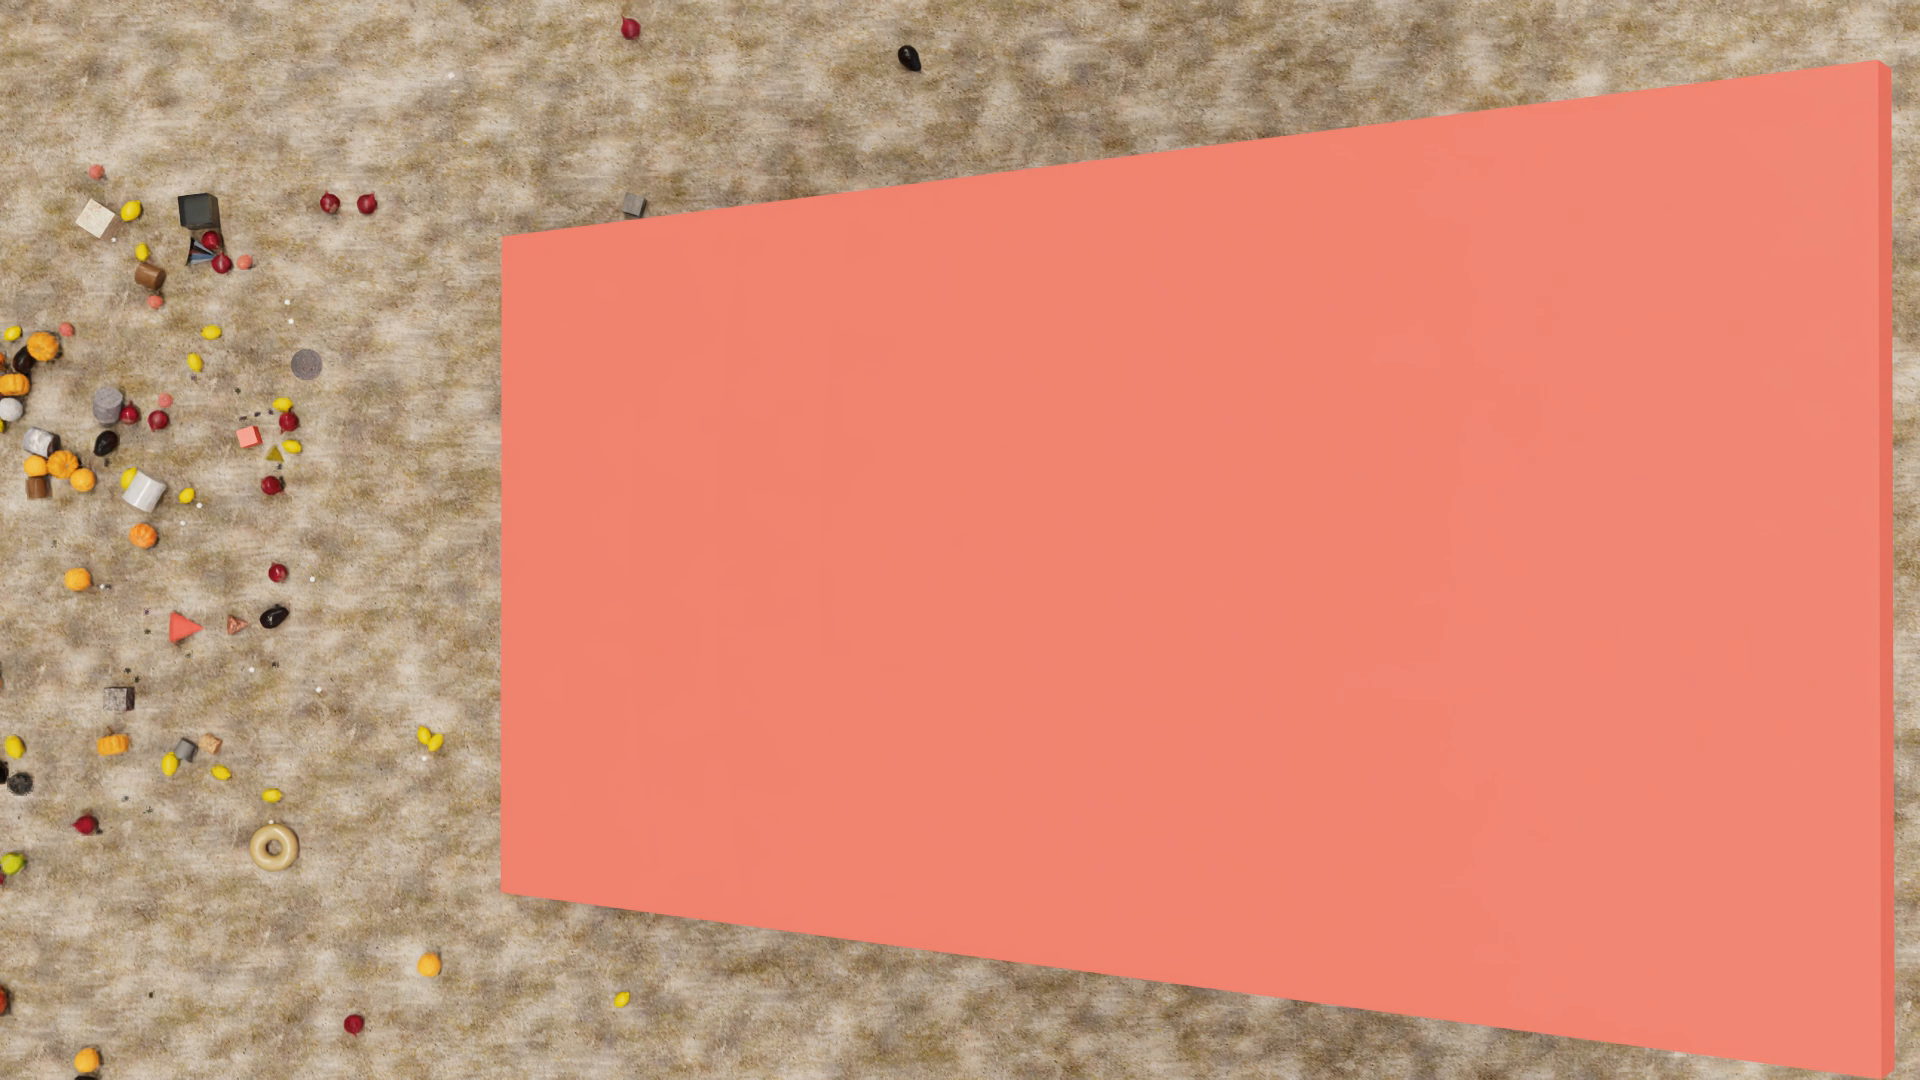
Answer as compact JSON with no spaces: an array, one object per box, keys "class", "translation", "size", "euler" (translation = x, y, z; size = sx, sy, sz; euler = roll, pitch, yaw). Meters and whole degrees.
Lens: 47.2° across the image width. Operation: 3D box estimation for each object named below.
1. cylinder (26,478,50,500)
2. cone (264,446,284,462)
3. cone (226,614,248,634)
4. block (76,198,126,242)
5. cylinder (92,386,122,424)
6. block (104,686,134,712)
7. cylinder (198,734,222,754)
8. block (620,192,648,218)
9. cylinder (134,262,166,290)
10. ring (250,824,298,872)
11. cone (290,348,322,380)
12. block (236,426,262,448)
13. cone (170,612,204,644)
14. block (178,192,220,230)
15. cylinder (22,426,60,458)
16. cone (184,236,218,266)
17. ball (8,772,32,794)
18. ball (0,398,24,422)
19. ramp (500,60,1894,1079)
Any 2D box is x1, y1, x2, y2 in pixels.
[{"class":"cylinder","translation":[-2.835,-0.158,6.761],"size":[0.060,0.060,0.060],"euler":[-8,94,0]},{"class":"cone","translation":[-2.105,-0.255,6.779],"size":[0.057,0.057,0.057],"euler":[36,90,-26]},{"class":"cone","translation":[-2.220,0.259,6.774],"size":[0.063,0.063,0.063],"euler":[-2,90,-27]},{"class":"block","translation":[-2.639,-0.981,6.753],"size":[0.088,0.088,0.088],"euler":[33,90,0]},{"class":"cylinder","translation":[-2.612,-0.414,6.736],"size":[0.081,0.081,0.081],"euler":[12,53,-17]},{"class":"block","translation":[-2.582,0.488,6.752],"size":[0.069,0.069,0.069],"euler":[1,90,0]},{"class":"cylinder","translation":[-2.304,0.627,6.760],"size":[0.050,0.050,0.050],"euler":[28,90,0]},{"class":"block","translation":[-1.003,-1.030,6.768],"size":[0.059,0.059,0.059],"euler":[17,90,0]},{"class":"cylinder","translation":[-2.492,-0.810,6.762],"size":[0.067,0.067,0.067],"euler":[21,90,0]},{"class":"ring","translation":[-2.109,0.945,6.759],"size":[0.148,0.049,0.148],"euler":[0,90,-1]},{"class":"cone","translation":[-2.018,-0.542,6.744],"size":[0.099,0.099,0.099],"euler":[0,90,0]},{"class":"block","translation":[-2.186,-0.317,6.766],"size":[0.052,0.052,0.052],"euler":[-18,90,0]},{"class":"cone","translation":[-2.375,0.271,6.766],"size":[0.098,0.098,0.098],"euler":[3,90,-27]},{"class":"block","translation":[-2.336,-1.008,6.751],"size":[0.092,0.092,0.092],"euler":[-7,90,0]},{"class":"cylinder","translation":[-2.821,-0.300,6.753],"size":[0.079,0.079,0.079],"euler":[18,90,0]},{"class":"cone","translation":[-2.331,-0.880,6.775],"size":[0.095,0.095,0.095],"euler":[10,90,-26]},{"class":"ball","translation":[-2.884,0.746,6.751],"size":[0.067,0.067,0.067],"euler":[0,90,0]},{"class":"ball","translation":[-2.918,-0.401,6.755],"size":[0.075,0.075,0.075],"euler":[0,90,0]},{"class":"ramp","translation":[0.233,0.065,5.552],"size":[4.000,0.100,2.000],"euler":[0,89,37]}]
